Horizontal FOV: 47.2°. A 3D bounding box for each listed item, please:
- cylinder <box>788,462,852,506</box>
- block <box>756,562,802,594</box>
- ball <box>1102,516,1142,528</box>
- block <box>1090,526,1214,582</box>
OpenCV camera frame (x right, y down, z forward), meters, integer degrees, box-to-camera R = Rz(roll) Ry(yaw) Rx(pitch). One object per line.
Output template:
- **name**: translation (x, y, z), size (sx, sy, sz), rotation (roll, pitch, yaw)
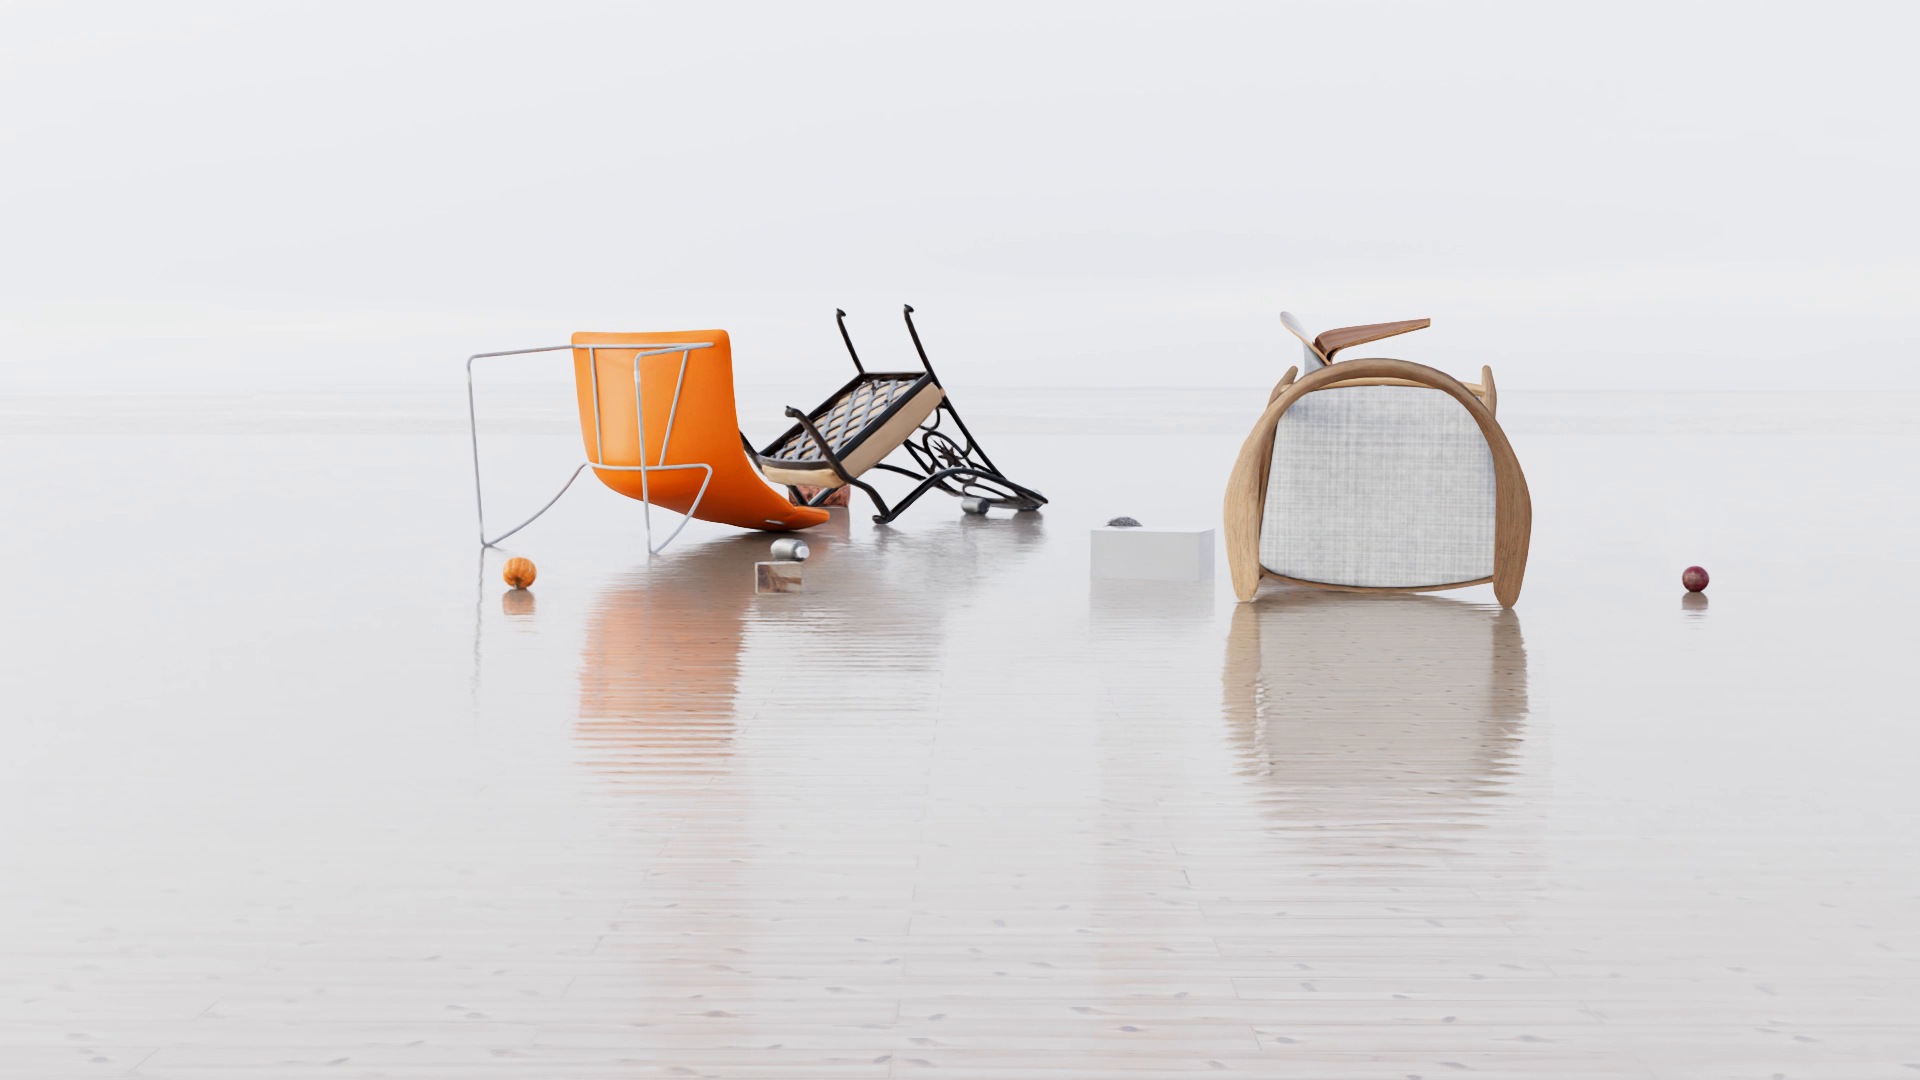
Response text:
- **cylinder**: translation (-0.536, -0.212, 8.417), size (0.218, 0.167, 0.136), rotation (0, -3, 7)
- **block**: translation (-0.401, 0.083, 4.851), size (0.095, 0.066, 0.075), rotation (-1, 4, -10)
- **ball**: translation (0.408, 0.005, 5.515), size (0.131, 0.131, 0.131), rotation (0, 4, 0)
- **block**: translation (0.461, 0.031, 5.259), size (0.265, 0.114, 0.161), rotation (1, 4, 20)
